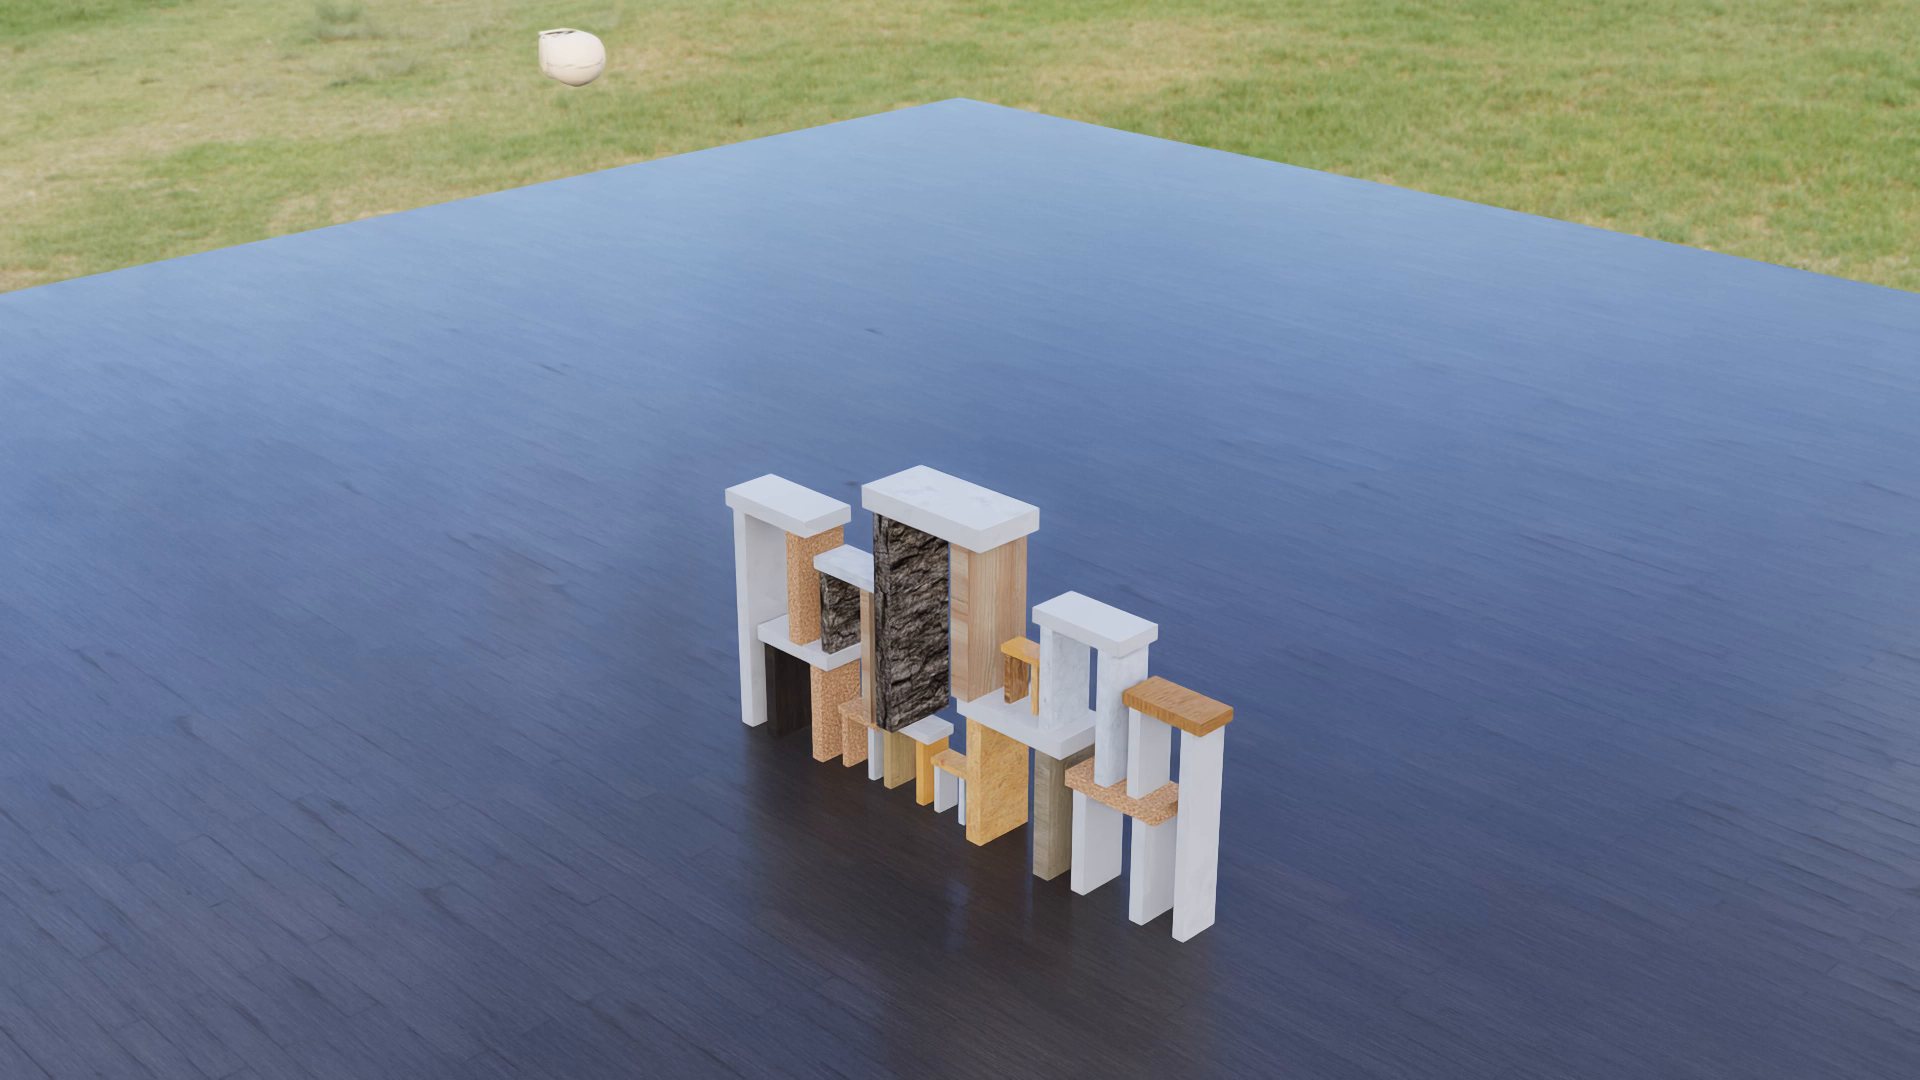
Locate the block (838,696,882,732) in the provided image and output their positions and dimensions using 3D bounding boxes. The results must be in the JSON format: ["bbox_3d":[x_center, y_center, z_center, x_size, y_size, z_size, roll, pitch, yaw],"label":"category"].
[{"bbox_3d":[-0.191,0.362,4.581,0.120,0.017,0.060,21,31,41],"label":"block"}]

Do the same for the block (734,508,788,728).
[{"bbox_3d":[-0.420,0.153,4.752,0.036,0.506,0.126,21,31,41],"label":"block"}]

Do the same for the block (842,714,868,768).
[{"bbox_3d":[-0.220,0.413,4.633,0.017,0.120,0.060,21,31,41],"label":"block"}]

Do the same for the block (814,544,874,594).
[{"bbox_3d":[-0.203,0.058,4.476,0.183,0.026,0.091,21,31,41],"label":"block"}]

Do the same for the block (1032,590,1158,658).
[{"bbox_3d":[0.246,0.152,4.022,0.212,0.030,0.106,21,31,41],"label":"block"}]

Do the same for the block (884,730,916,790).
[{"bbox_3d":[-0.124,0.436,4.548,0.021,0.145,0.072,21,31,41],"label":"block"}]

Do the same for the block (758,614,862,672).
[{"bbox_3d":[-0.314,0.212,4.654,0.221,0.031,0.111,21,31,41],"label":"block"}]

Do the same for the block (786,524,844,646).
[{"bbox_3d":[-0.301,0.083,4.593,0.036,0.253,0.126,21,31,41],"label":"block"}]

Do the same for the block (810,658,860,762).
[{"bbox_3d":[-0.262,0.349,4.655,0.031,0.221,0.111,21,31,41],"label":"block"}]

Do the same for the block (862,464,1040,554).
[{"bbox_3d":[-0.020,-0.062,4.227,0.322,0.046,0.161,21,31,41],"label":"block"}]

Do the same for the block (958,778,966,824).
[{"bbox_3d":[0.021,0.515,4.413,0.015,0.104,0.052,21,31,41],"label":"block"}]

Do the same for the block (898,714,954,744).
[{"bbox_3d":[-0.090,0.373,4.485,0.145,0.021,0.072,21,31,41],"label":"block"}]

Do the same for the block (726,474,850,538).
[{"bbox_3d":[-0.360,-0.073,4.592,0.253,0.036,0.126,22,32,40],"label":"block"}]

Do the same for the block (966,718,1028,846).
[{"bbox_3d":[0.074,0.454,4.341,0.039,0.273,0.136,21,31,41],"label":"block"}]

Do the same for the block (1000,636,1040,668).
[{"bbox_3d":[0.134,0.213,4.176,0.104,0.015,0.052,21,31,41],"label":"block"}]

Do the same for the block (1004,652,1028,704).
[{"bbox_3d":[0.109,0.258,4.222,0.015,0.104,0.052,21,31,41],"label":"block"}]

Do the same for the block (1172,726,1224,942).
[{"bbox_3d":[0.431,0.523,3.977,0.026,0.431,0.090,21,31,41],"label":"block"}]

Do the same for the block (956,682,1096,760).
[{"bbox_3d":[0.139,0.336,4.221,0.273,0.039,0.136,21,31,41],"label":"block"}]

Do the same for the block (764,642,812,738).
[{"bbox_3d":[-0.366,0.308,4.751,0.031,0.221,0.111,21,31,41],"label":"block"}]

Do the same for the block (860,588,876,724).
[{"bbox_3d":[-0.160,0.224,4.500,0.026,0.299,0.091,21,31,41],"label":"block"}]

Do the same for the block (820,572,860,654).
[{"bbox_3d":[-0.246,0.137,4.556,0.026,0.183,0.091,21,31,41],"label":"block"}]

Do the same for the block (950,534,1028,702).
[{"bbox_3d":[0.056,0.136,4.230,0.161,0.322,0.046,-21,31,-41],"label":"block"}]

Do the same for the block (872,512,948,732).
[{"bbox_3d":[-0.096,0.144,4.398,0.046,0.468,0.161,21,31,41],"label":"block"}]

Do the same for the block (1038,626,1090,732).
[{"bbox_3d":[0.196,0.245,4.116,0.030,0.212,0.106,21,31,41],"label":"block"}]

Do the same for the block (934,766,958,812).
[{"bbox_3d":[-0.028,0.496,4.458,0.015,0.104,0.052,21,31,41],"label":"block"}]

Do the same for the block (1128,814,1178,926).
[{"bbox_3d":[0.364,0.595,4.079,0.031,0.219,0.109,21,31,41],"label":"block"}]

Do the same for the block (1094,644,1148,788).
[{"bbox_3d":[0.296,0.312,4.035,0.030,0.274,0.106,21,31,41],"label":"block"}]

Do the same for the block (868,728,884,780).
[{"bbox_3d":[-0.163,0.435,4.581,0.017,0.120,0.060,21,31,41],"label":"block"}]

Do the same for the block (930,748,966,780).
[{"bbox_3d":[-0.003,0.451,4.412,0.104,0.015,0.052,21,31,41],"label":"block"}]

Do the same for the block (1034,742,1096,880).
[{"bbox_3d":[0.203,0.505,4.222,0.039,0.273,0.136,21,31,41],"label":"block"}]

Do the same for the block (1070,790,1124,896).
[{"bbox_3d":[0.261,0.555,4.173,0.031,0.219,0.109,21,31,41],"label":"block"}]

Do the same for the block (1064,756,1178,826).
[{"bbox_3d":[0.313,0.460,4.077,0.219,0.031,0.109,21,31,41],"label":"block"}]

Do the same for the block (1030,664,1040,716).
[{"bbox_3d":[0.158,0.277,4.177,0.015,0.104,0.052,21,31,41],"label":"block"}]

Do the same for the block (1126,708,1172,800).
[{"bbox_3d":[0.346,0.375,4.007,0.026,0.181,0.090,21,31,41],"label":"block"}]

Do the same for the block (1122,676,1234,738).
[{"bbox_3d":[0.388,0.296,3.928,0.181,0.026,0.090,21,31,41],"label":"block"}]

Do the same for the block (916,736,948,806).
[{"bbox_3d":[-0.056,0.462,4.485,0.021,0.145,0.072,21,31,41],"label":"block"}]
